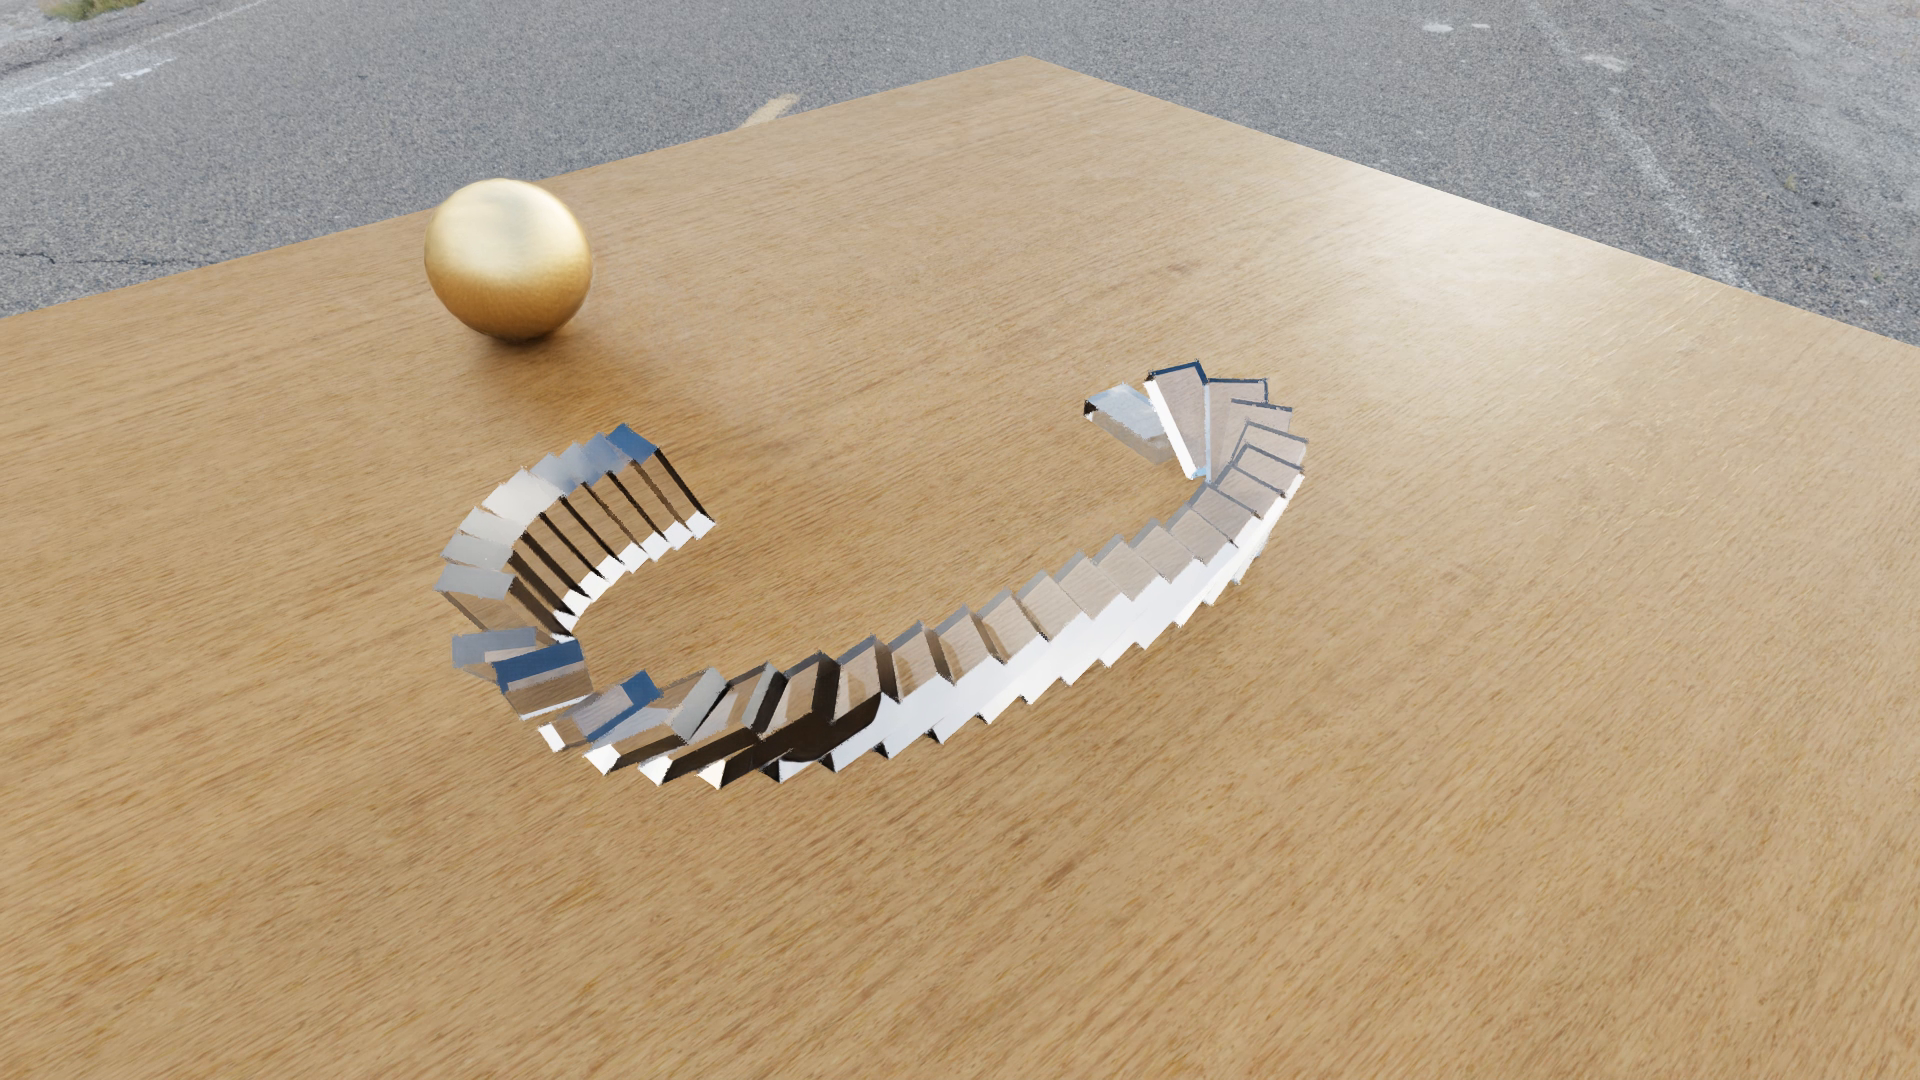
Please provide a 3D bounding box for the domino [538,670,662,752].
[{"bbox_3d":[-0.116,0.055,0.351,0.025,0.010,0.050,-35,7,-34],"label":"domino"}]

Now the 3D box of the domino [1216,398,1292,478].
[{"bbox_3d":[0.121,-0.032,0.459,0.025,0.010,0.050,11,80,13],"label":"domino"}]

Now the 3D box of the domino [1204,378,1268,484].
[{"bbox_3d":[0.119,-0.044,0.473,0.025,0.009,0.050,1,80,1],"label":"domino"}]

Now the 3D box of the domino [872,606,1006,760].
[{"bbox_3d":[-0.011,0.047,0.364,0.050,0.010,0.025,-39,42,10],"label":"domino"}]

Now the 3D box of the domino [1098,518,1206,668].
[{"bbox_3d":[0.062,0.019,0.398,0.050,0.009,0.025,-46,48,3],"label":"domino"}]

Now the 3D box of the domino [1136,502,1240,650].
[{"bbox_3d":[0.076,0.013,0.405,0.050,0.009,0.025,-47,49,3],"label":"domino"}]

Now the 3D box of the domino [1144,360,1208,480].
[{"bbox_3d":[0.104,-0.054,0.490,0.025,0.009,0.050,-15,72,-18],"label":"domino"}]

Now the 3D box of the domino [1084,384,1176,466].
[{"bbox_3d":[0.083,-0.054,0.510,0.025,0.010,0.050,-24,45,-27],"label":"domino"}]

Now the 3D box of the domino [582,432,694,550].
[{"bbox_3d":[-0.127,-0.019,0.434,0.025,0.050,0.009,32,70,33],"label":"domino"}]

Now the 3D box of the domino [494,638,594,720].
[{"bbox_3d":[-0.134,0.046,0.358,0.025,0.050,0.009,-17,77,-19],"label":"domino"}]

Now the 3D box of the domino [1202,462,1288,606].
[{"bbox_3d":[0.100,-0.003,0.424,0.025,0.009,0.050,36,89,34],"label":"domino"}]

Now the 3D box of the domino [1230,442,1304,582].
[{"bbox_3d":[0.111,-0.011,0.434,0.025,0.010,0.050,31,86,30],"label":"domino"}]

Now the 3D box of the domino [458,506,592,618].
[{"bbox_3d":[-0.157,0.009,0.400,0.025,0.050,0.009,20,64,23],"label":"domino"}]

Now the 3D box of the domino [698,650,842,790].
[{"bbox_3d":[-0.061,0.057,0.350,0.050,0.009,0.025,-31,32,24],"label":"domino"}]

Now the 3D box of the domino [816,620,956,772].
[{"bbox_3d":[-0.027,0.051,0.359,0.050,0.009,0.025,-37,40,12],"label":"domino"}]

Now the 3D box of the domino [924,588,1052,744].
[{"bbox_3d":[0.004,0.042,0.370,0.050,0.010,0.025,-42,45,7],"label":"domino"}]

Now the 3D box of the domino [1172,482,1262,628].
[{"bbox_3d":[0.088,0.005,0.415,0.025,0.010,0.050,37,89,36],"label":"domino"}]

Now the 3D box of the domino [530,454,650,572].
[{"bbox_3d":[-0.142,-0.010,0.423,0.025,0.050,0.009,32,70,33],"label":"domino"}]

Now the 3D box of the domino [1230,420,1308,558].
[{"bbox_3d":[0.119,-0.021,0.446,0.025,0.009,0.050,22,83,23],"label":"domino"}]

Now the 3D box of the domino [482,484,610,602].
[{"bbox_3d":[-0.153,0.002,0.409,0.025,0.050,0.009,27,67,29],"label":"domino"}]

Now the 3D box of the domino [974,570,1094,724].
[{"bbox_3d":[0.019,0.036,0.378,0.050,0.009,0.025,-44,47,3],"label":"domino"}]

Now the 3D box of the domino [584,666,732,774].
[{"bbox_3d":[-0.096,0.058,0.349,0.050,0.009,0.025,-25,22,40],"label":"domino"}]

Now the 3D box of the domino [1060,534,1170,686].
[{"bbox_3d":[0.048,0.025,0.392,0.050,0.010,0.025,-46,48,3],"label":"domino"}]

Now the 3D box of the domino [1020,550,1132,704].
[{"bbox_3d":[0.033,0.030,0.385,0.050,0.010,0.025,-45,48,3],"label":"domino"}]

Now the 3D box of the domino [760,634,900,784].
[{"bbox_3d":[-0.043,0.055,0.355,0.050,0.010,0.025,-35,37,16],"label":"domino"}]

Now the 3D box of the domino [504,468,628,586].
[{"bbox_3d":[-0.149,-0.004,0.417,0.025,0.050,0.009,28,68,30],"label":"domino"}]

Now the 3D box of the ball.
[{"bbox_3d":[-0.230,-0.143,0.562,0.080,0.080,0.080,0,39,0],"label":"ball"}]

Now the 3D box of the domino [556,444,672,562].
[{"bbox_3d":[-0.134,-0.014,0.429,0.025,0.050,0.009,32,70,33],"label":"domino"}]

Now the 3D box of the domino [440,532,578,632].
[{"bbox_3d":[-0.159,0.017,0.391,0.025,0.050,0.009,15,63,17],"label":"domino"}]

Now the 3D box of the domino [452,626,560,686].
[{"bbox_3d":[-0.147,0.040,0.366,0.025,0.050,0.010,-6,75,-6],"label":"domino"}]

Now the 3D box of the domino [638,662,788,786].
[{"bbox_3d":[-0.078,0.059,0.349,0.050,0.009,0.025,-27,27,31],"label":"domino"}]

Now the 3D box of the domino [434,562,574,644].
[{"bbox_3d":[-0.156,0.026,0.380,0.025,0.050,0.010,9,62,11],"label":"domino"}]

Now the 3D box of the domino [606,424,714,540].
[{"bbox_3d":[-0.119,-0.023,0.439,0.025,0.050,0.009,32,70,33],"label":"domino"}]
